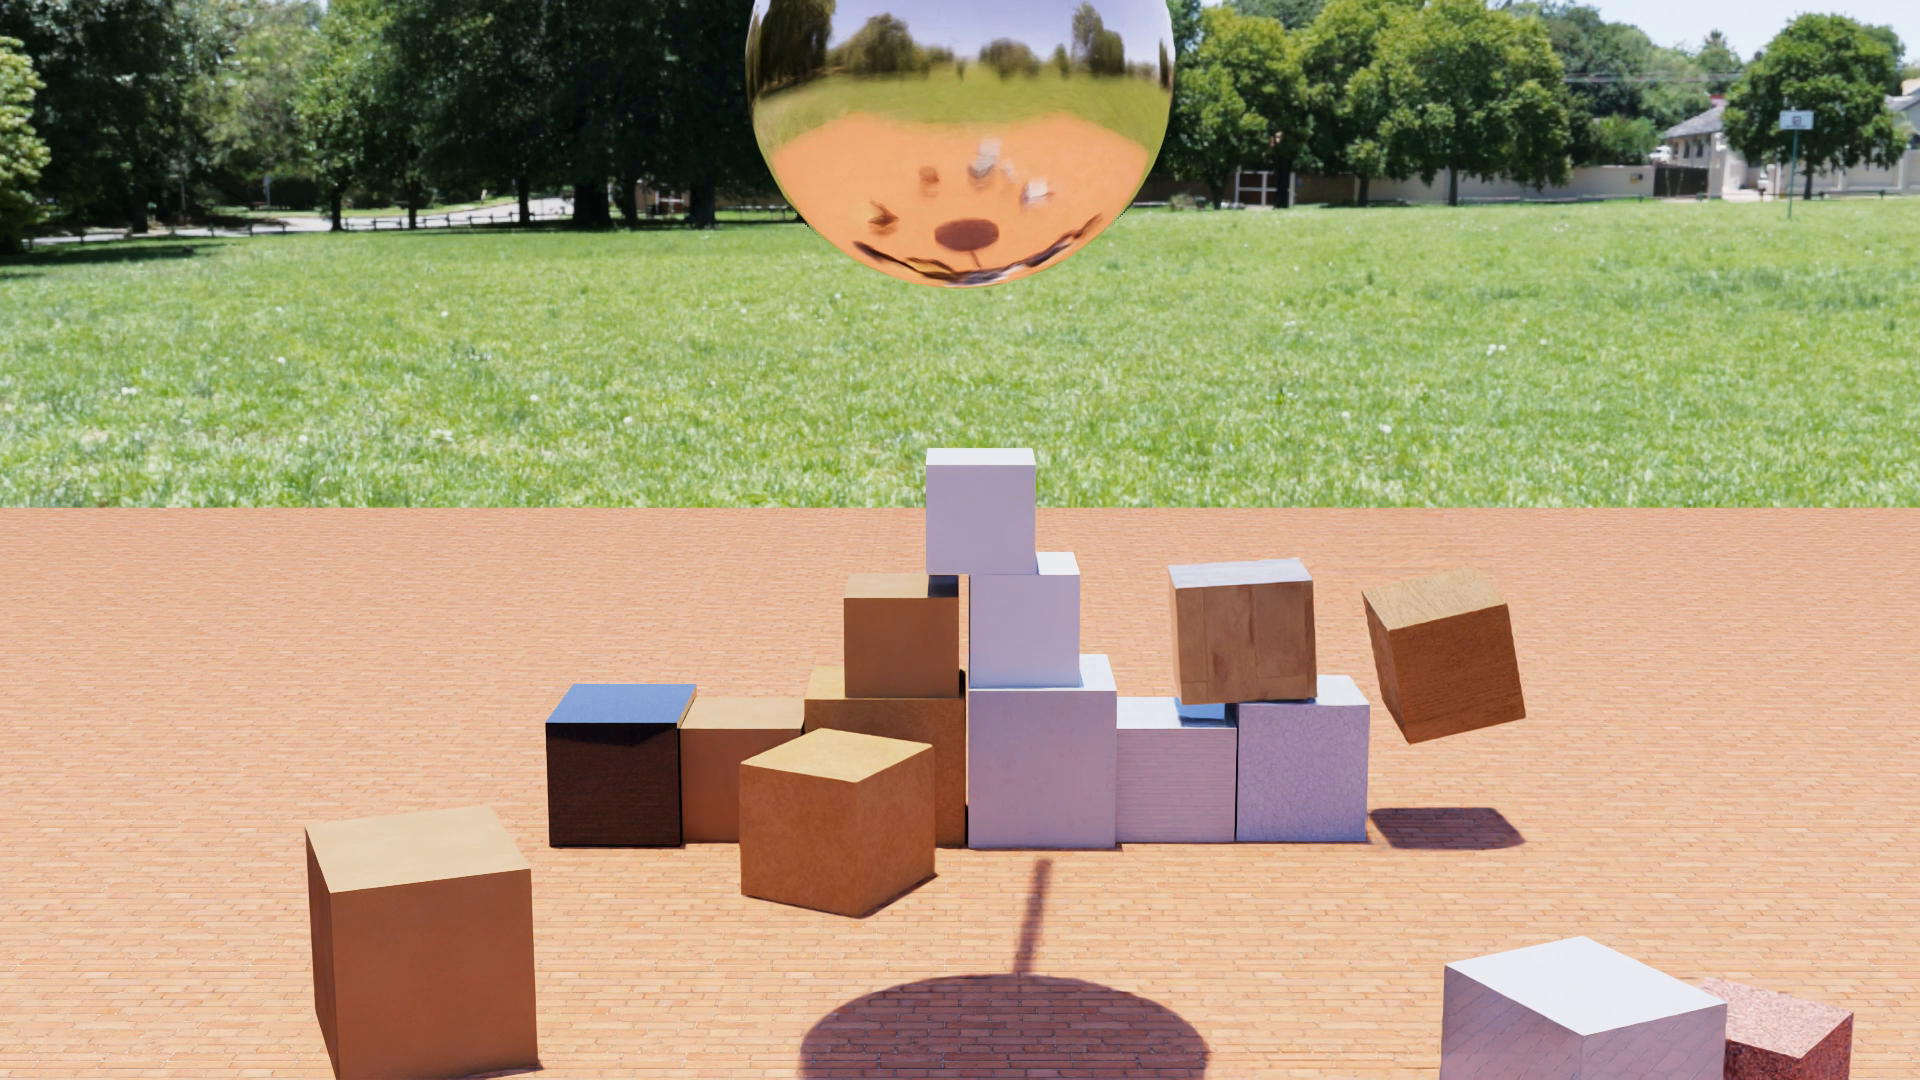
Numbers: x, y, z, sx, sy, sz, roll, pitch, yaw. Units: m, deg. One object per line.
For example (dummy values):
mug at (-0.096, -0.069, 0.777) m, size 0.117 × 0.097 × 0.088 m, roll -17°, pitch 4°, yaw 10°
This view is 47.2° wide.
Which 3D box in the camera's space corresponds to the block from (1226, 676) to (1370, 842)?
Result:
block at (1.731, 1.123, 11.396) m, size 0.656 × 0.714 × 0.621 m, roll 0°, pitch 10°, yaw 0°

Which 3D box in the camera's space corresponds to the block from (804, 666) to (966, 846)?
block at (-0.373, 1.104, 11.376) m, size 0.802 × 0.757 × 0.697 m, roll 0°, pitch 10°, yaw 0°

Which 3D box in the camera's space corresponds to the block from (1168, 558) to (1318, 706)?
block at (1.445, 0.465, 11.304) m, size 0.684 × 0.606 × 0.576 m, roll -4°, pitch 10°, yaw 2°

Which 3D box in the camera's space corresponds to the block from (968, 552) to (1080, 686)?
block at (0.321, 0.397, 11.238) m, size 0.545 × 0.568 × 0.607 m, roll 0°, pitch 10°, yaw -1°

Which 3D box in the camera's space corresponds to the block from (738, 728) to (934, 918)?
block at (-0.578, 1.328, 10.468) m, size 0.646 × 0.641 × 0.713 m, roll 6°, pitch 12°, yaw 28°

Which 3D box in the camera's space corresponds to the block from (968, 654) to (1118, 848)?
block at (0.411, 1.077, 11.363) m, size 0.736 × 0.815 × 0.785 m, roll 0°, pitch 10°, yaw 0°

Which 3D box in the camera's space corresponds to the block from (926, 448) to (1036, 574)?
block at (0.103, -0.153, 11.143) m, size 0.541 × 0.548 × 0.589 m, roll 0°, pitch 10°, yaw 0°

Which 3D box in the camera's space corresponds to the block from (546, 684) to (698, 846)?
block at (-1.736, 1.156, 11.402) m, size 0.658 × 0.645 × 0.791 m, roll 0°, pitch 10°, yaw 0°

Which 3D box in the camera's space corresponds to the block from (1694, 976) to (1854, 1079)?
block at (2.820, 1.906, 7.860) m, size 0.527 × 0.438 × 0.536 m, roll 9°, pitch 13°, yaw 39°

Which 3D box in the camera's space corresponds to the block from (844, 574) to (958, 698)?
block at (-0.292, 0.481, 11.263) m, size 0.573 × 0.509 × 0.623 m, roll 0°, pitch 10°, yaw 0°

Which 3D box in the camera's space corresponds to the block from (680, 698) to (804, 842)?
block at (-1.100, 1.182, 11.408) m, size 0.610 × 0.592 × 0.624 m, roll 0°, pitch 10°, yaw 0°

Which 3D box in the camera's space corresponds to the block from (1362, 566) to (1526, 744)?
block at (2.472, 0.582, 11.269) m, size 0.601 × 0.629 × 0.613 m, roll -13°, pitch 17°, yaw 2°

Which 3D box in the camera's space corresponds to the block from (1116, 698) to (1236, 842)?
block at (1.088, 1.182, 11.402) m, size 0.603 × 0.594 × 0.630 m, roll 0°, pitch 10°, yaw 0°

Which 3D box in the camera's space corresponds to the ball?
ball at (0.000, -1.739, 8.173) m, size 1.600 × 1.600 × 1.600 m, roll 0°, pitch 10°, yaw 0°

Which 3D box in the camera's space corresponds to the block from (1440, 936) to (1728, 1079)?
block at (2.102, 1.840, 7.484) m, size 0.617 × 0.702 × 0.690 m, roll -5°, pitch 11°, yaw -26°

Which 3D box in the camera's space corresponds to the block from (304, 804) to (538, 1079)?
block at (-2.130, 1.582, 8.655) m, size 0.737 × 0.790 × 0.880 m, roll -4°, pitch 11°, yaw -22°
